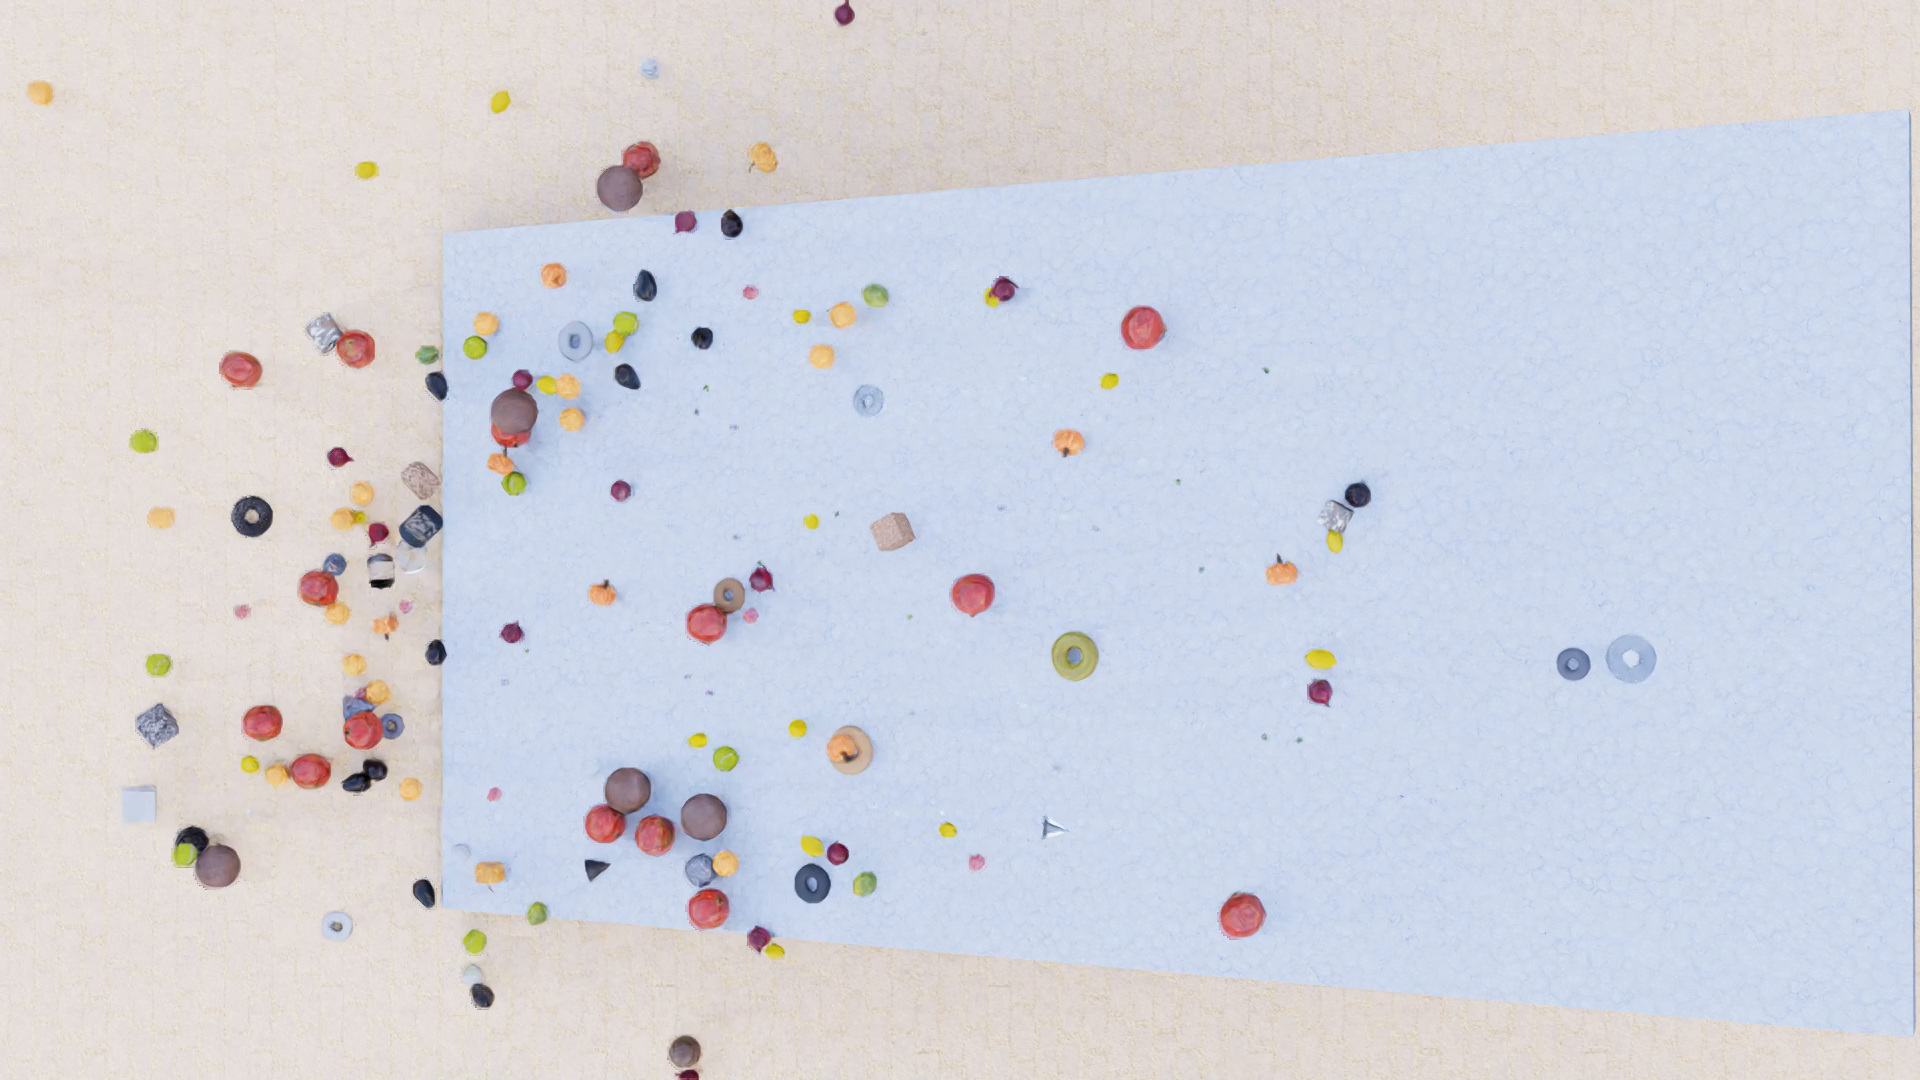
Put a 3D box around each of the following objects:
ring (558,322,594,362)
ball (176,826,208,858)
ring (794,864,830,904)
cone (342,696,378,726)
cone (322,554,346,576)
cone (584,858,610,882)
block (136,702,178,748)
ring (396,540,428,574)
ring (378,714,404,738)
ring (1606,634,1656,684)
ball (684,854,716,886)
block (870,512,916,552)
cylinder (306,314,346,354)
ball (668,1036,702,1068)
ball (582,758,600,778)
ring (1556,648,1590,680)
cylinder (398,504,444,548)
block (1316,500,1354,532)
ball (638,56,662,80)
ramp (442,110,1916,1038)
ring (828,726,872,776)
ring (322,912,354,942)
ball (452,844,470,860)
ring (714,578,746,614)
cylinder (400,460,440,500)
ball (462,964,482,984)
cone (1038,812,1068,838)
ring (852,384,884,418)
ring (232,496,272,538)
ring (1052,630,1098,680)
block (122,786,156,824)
[{"bbox_3d":[-1.099,-0.568,6.287,0.115,0.038,0.115,0,90,26],"label":"ring"},{"bbox_3d":[-2.288,0.900,6.551,0.093,0.093,0.093,0,89,0],"label":"ball"},{"bbox_3d":[-0.398,0.927,5.924,0.108,0.036,0.108,0,90,25],"label":"ring"},{"bbox_3d":[-1.776,0.501,6.546,0.092,0.092,0.092,-7,89,10],"label":"cone"},{"bbox_3d":[-1.875,0.070,6.566,0.071,0.071,0.071,1,81,-4],"label":"cone"},{"bbox_3d":[-1.022,0.928,6.236,0.069,0.069,0.069,-16,89,-1],"label":"cone"},{"bbox_3d":[-2.383,0.551,6.533,0.082,0.082,0.082,-33,119,-6],"label":"block"},{"bbox_3d":[-1.634,0.044,6.552,0.112,0.037,0.112,-1,88,27],"label":"ring"},{"bbox_3d":[-1.704,0.558,6.588,0.078,0.026,0.078,0,90,0],"label":"ring"},{"bbox_3d":[1.519,0.268,4.977,0.111,0.037,0.111,-1,88,27],"label":"ring"},{"bbox_3d":[-0.713,0.909,6.051,0.088,0.088,0.088,0,89,0],"label":"ball"},{"bbox_3d":[-0.179,-0.021,5.802,0.076,0.076,0.076,-29,77,23],"label":"block"},{"bbox_3d":[-1.895,-0.616,6.571,0.084,0.084,0.084,-35,89,0],"label":"cylinder"},{"bbox_3d":[-0.818,1.523,6.543,0.095,0.095,0.095,0,89,0],"label":"ball"},{"bbox_3d":[-1.046,0.647,6.239,0.053,0.053,0.053,0,89,0],"label":"ball"},{"bbox_3d":[1.406,0.284,5.040,0.077,0.026,0.077,0,91,26],"label":"ring"},{"bbox_3d":[-1.592,-0.041,6.497,0.091,0.091,0.091,-41,89,21],"label":"cylinder"},{"bbox_3d":[0.901,-0.057,5.276,0.058,0.058,0.058,30,102,24],"label":"block"},{"bbox_3d":[-0.928,-1.415,6.589,0.067,0.067,0.067,0,89,0],"label":"ball"},{"bbox_3d":[0.280,0.080,5.671,4.000,0.100,2.000,0,89,26],"label":"ramp"},{"bbox_3d":[-0.293,0.562,5.871,0.134,0.045,0.134,-1,88,27],"label":"ring"},{"bbox_3d":[-1.862,1.157,6.579,0.094,0.031,0.094,0,91,4],"label":"ring"},{"bbox_3d":[-1.461,0.914,6.444,0.051,0.051,0.051,0,89,0],"label":"ball"},{"bbox_3d":[-0.635,0.153,6.052,0.098,0.033,0.098,-1,87,26],"label":"ring"},{"bbox_3d":[-1.596,-0.177,6.504,0.082,0.082,0.082,-46,68,0],"label":"cylinder"},{"bbox_3d":[-1.457,1.295,6.564,0.059,0.059,0.059,0,89,0],"label":"ball"},{"bbox_3d":[0.244,0.738,5.609,0.067,0.067,0.067,15,89,17],"label":"cone"},{"bbox_3d":[-0.244,-0.370,5.864,0.093,0.031,0.093,-1,89,28],"label":"ring"},{"bbox_3d":[-2.121,-0.069,6.588,0.123,0.041,0.123,0,90,-1],"label":"ring"},{"bbox_3d":[0.291,0.294,5.584,0.128,0.043,0.128,0,91,26],"label":"ring"},{"bbox_3d":[-2.438,0.786,6.536,0.092,0.092,0.092,-1,94,-18],"label":"block"}]
